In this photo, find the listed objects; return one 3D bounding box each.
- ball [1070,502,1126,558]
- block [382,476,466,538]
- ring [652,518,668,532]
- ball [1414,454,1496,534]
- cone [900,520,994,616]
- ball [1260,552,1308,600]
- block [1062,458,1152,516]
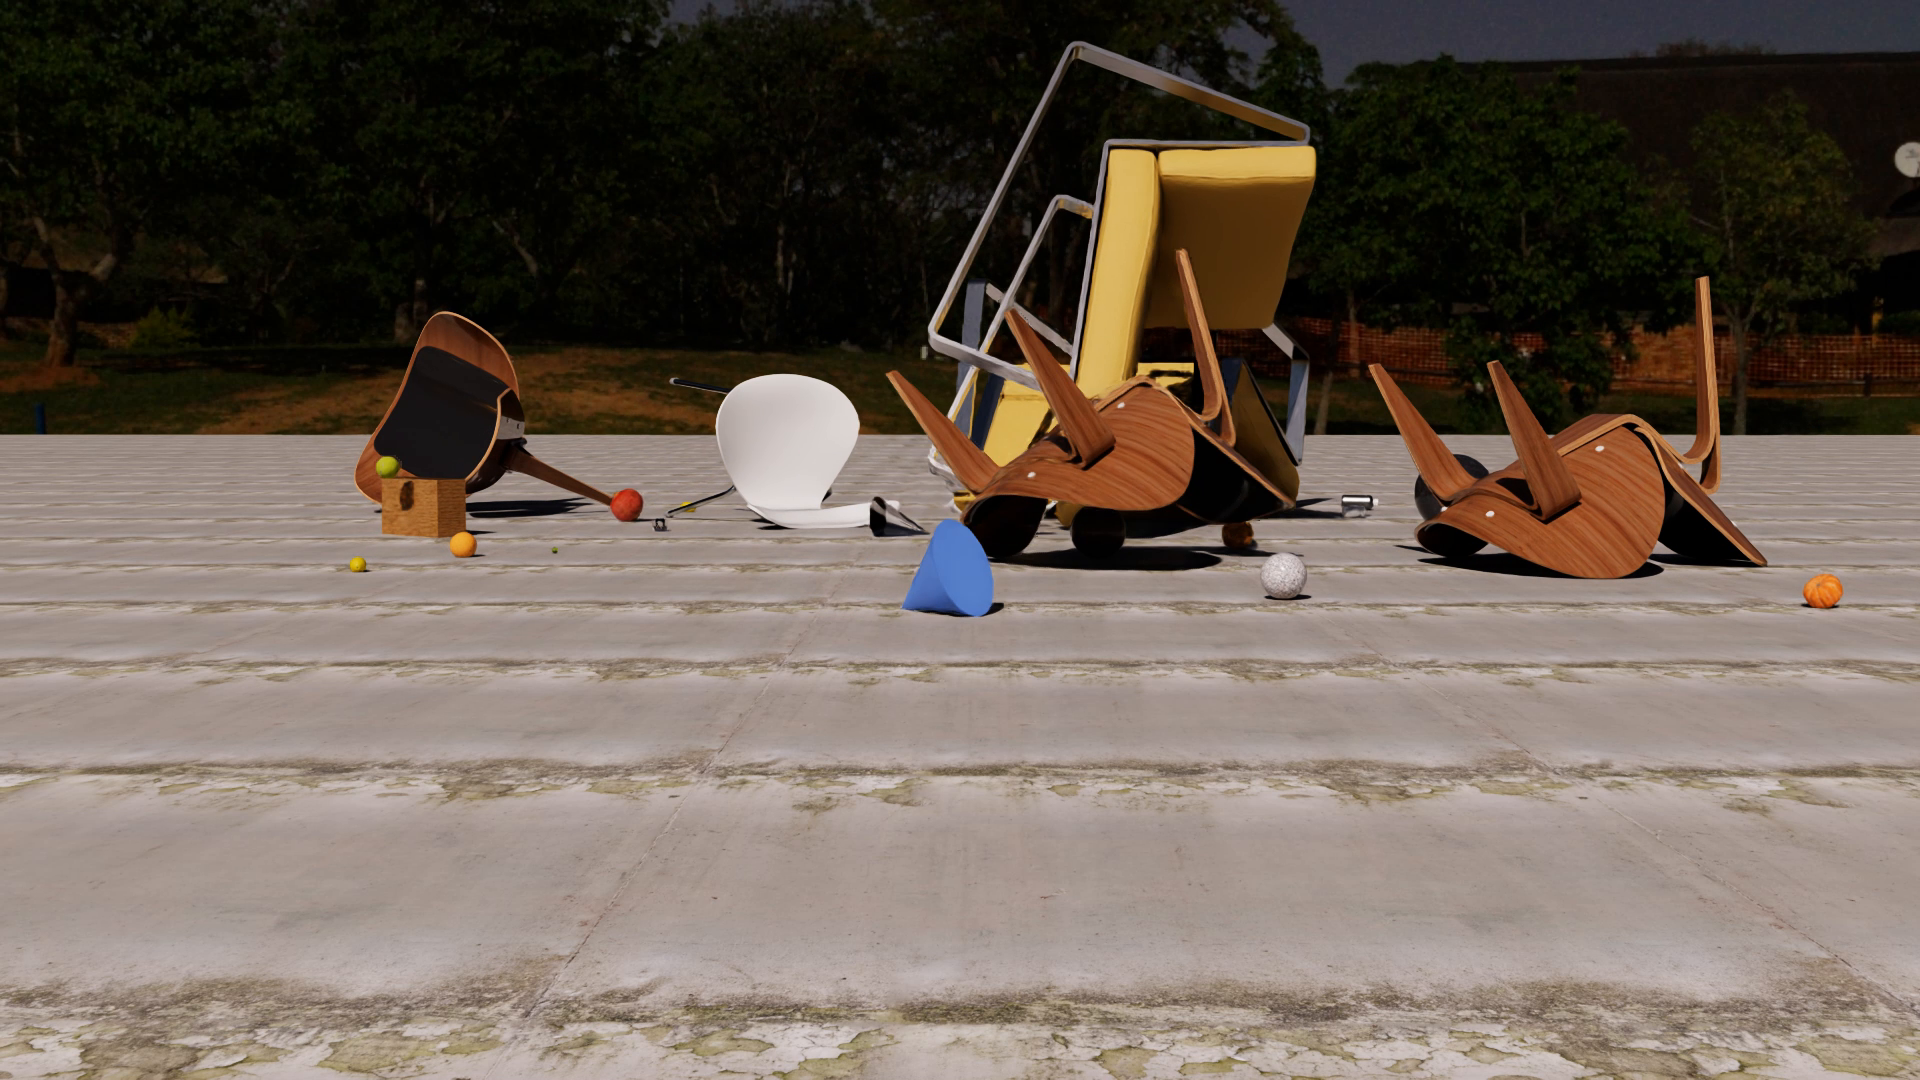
[{"bbox_3d":[0.366,-0.025,5.825,0.149,0.149,0.149,0,4,0],"label":"ball"},{"bbox_3d":[-1.650,-0.102,6.763,0.284,0.175,0.104,3,5,40],"label":"block"},{"bbox_3d":[-0.949,-0.047,6.953,0.049,0.039,0.055,3,6,10],"label":"ring"},{"bbox_3d":[1.538,-0.144,6.842,0.248,0.248,0.248,0,4,0],"label":"ball"},{"bbox_3d":[-0.057,0.098,4.436,0.161,0.220,0.191,18,-40,-40],"label":"cone"},{"bbox_3d":[0.690,0.077,4.693,0.101,0.101,0.101,0,4,0],"label":"ball"},{"bbox_3d":[0.533,-0.195,7.957,0.298,0.195,0.141,2,4,26],"label":"block"}]
